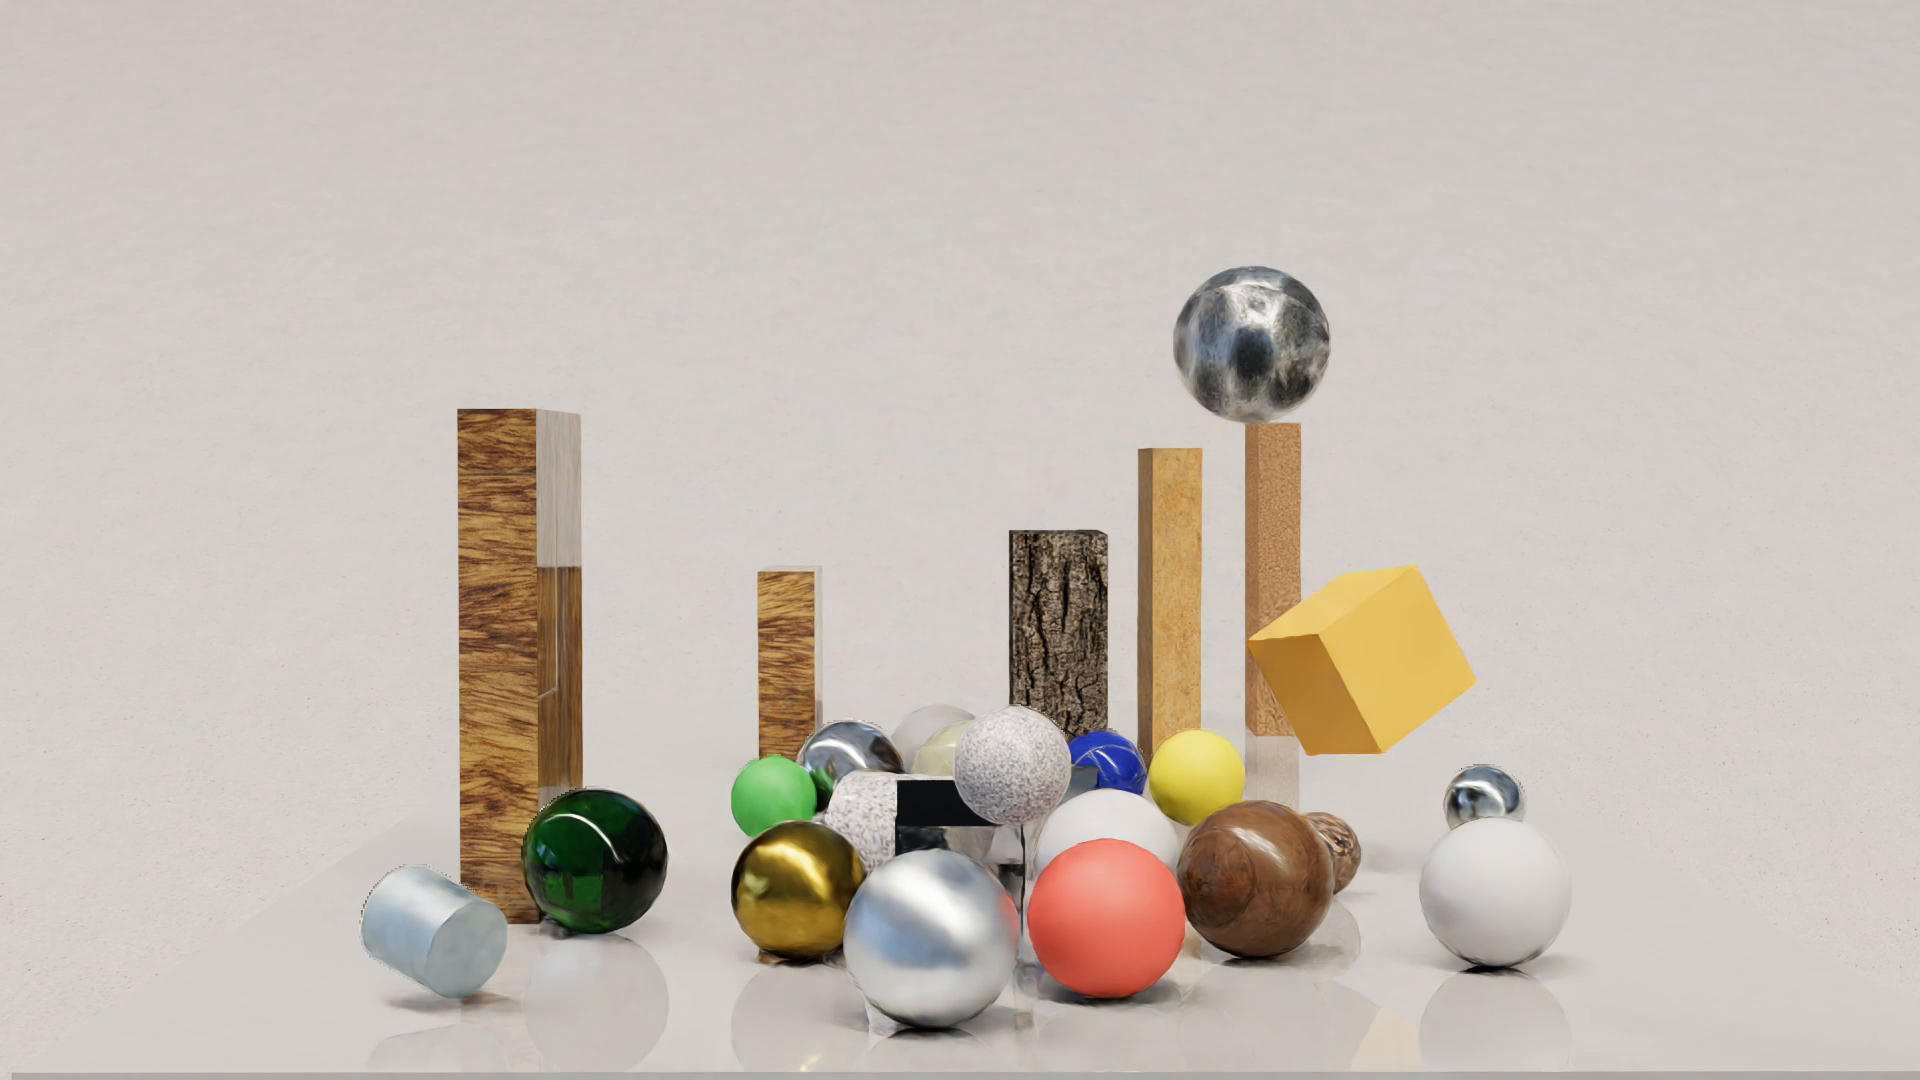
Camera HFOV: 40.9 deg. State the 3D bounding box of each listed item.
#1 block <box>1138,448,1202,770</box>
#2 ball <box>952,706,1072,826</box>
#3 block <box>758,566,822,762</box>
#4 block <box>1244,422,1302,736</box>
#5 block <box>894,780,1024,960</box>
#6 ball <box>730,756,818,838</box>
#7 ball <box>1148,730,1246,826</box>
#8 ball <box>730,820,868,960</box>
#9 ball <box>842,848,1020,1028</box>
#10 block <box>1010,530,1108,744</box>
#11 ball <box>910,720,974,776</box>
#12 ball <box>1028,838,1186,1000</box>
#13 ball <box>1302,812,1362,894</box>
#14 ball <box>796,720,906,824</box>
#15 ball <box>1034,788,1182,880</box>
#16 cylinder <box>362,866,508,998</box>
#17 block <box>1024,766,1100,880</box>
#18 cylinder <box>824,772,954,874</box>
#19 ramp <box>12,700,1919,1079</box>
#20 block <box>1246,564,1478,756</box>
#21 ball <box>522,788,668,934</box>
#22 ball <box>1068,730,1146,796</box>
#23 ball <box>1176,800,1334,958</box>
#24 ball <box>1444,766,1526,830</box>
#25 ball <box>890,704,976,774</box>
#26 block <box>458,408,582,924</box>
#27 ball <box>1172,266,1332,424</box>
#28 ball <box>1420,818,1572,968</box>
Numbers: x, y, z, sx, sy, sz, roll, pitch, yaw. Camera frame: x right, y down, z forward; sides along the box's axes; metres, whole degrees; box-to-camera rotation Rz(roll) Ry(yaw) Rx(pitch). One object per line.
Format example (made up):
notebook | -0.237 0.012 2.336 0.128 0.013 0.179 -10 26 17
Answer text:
block | 0.414 0.134 5.113 0.093 0.631 0.403 0 2 0
ball | 0.059 0.258 2.937 0.136 0.136 0.136 0 25 0
block | -0.323 0.255 4.932 0.105 0.402 0.294 0 2 0
block | 0.701 0.084 5.789 0.093 0.690 0.263 0 2 0
block | 0.000 0.402 3.153 0.154 0.154 0.154 0 35 0
ball | -0.295 0.413 4.087 0.138 0.138 0.138 0 25 0
ball | 0.312 0.313 3.385 0.128 0.128 0.128 0 25 0
ball | -0.195 0.426 3.135 0.169 0.169 0.169 0 25 0
ball | -0.030 0.426 2.757 0.190 0.190 0.190 0 25 0
block | 0.159 0.232 4.234 0.149 0.490 0.334 0 2 0
ball | 0.022 0.381 3.991 0.203 0.203 0.203 0 25 0
ball | 0.166 0.427 2.909 0.179 0.179 0.179 0 25 0
ball | 0.497 0.437 3.582 0.119 0.119 0.119 0 25 0
ball | -0.180 0.386 4.200 0.183 0.183 0.183 0 25 0
ball | 0.188 0.410 3.262 0.191 0.191 0.191 0 25 0
cylinder | -0.583 0.435 2.865 0.114 0.114 0.114 19 31 37
block | 0.139 0.412 3.763 0.122 0.122 0.122 0 23 8
cylinder | -0.065 0.409 3.507 0.179 0.179 0.179 1 23 25
ramp | 0.057 0.517 4.557 2.000 0.100 4.000 0 2 0
block | 0.597 0.181 3.840 0.201 0.201 0.201 -33 9 -24
ball | -0.468 0.412 3.312 0.186 0.186 0.186 0 25 0
ball | 0.219 0.366 4.000 0.141 0.141 0.141 0 25 0
ball | 0.360 0.413 3.144 0.192 0.192 0.192 0 25 0
ball | 0.824 0.419 4.052 0.126 0.126 0.126 0 25 0
ball | -0.033 0.377 4.434 0.188 0.188 0.188 0 25 0
block | -0.604 0.160 3.571 0.103 0.674 0.403 0 2 0
ball | 0.254 -0.170 2.249 0.138 0.138 0.138 0 25 0
ball | 0.640 0.422 3.086 0.178 0.178 0.178 0 25 0
